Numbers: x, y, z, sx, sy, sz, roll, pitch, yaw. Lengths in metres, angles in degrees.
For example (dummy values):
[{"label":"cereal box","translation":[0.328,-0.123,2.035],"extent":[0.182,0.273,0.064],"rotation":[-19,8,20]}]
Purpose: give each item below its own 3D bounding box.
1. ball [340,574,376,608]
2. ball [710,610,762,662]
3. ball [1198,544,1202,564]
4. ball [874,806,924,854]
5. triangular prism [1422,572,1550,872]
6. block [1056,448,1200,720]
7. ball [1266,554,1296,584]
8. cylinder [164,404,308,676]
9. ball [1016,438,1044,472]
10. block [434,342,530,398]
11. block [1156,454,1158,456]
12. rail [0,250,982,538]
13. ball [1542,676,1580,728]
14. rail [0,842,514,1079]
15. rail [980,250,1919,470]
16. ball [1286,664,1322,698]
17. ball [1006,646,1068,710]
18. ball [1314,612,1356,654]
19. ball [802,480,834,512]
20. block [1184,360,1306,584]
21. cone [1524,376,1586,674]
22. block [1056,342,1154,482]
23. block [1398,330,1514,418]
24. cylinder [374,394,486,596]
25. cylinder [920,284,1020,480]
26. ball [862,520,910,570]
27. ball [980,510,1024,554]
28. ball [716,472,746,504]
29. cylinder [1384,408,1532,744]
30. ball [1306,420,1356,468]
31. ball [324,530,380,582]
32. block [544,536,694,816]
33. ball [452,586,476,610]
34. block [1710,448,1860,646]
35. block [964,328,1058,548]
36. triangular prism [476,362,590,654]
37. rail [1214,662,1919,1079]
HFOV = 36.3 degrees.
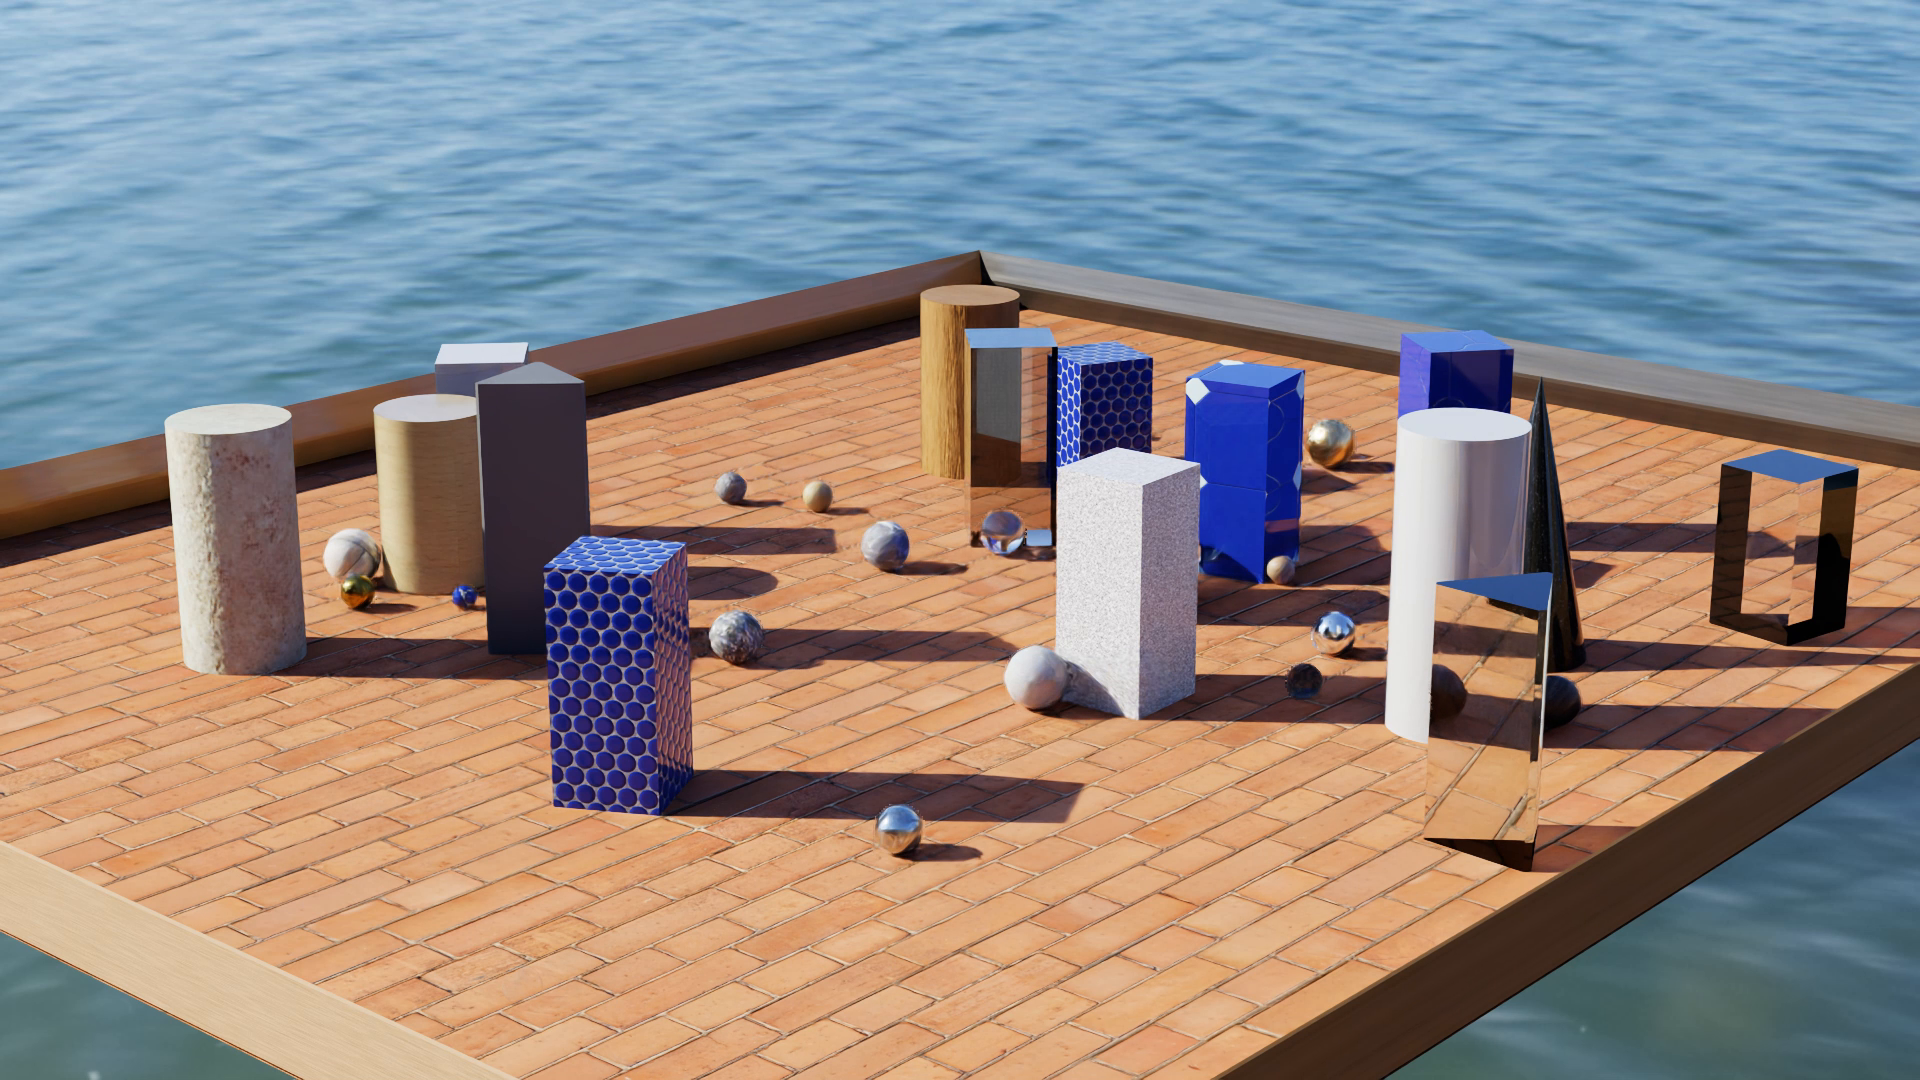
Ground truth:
[{"label":"ball","translation":[-1.039,0.088,5.057],"extent":[0.060,0.060,0.060],"rotation":[0,17,0]},{"label":"ball","translation":[-0.366,0.157,4.783],"extent":[0.086,0.086,0.086],"rotation":[0,17,0]},{"label":"ball","translation":[0.382,0.025,5.209],"extent":[0.094,0.094,0.094],"rotation":[0,17,0]},{"label":"ball","translation":[-0.084,0.397,4.020],"extent":[0.066,0.066,0.066],"rotation":[0,17,0]},{"label":"triangular prism","translation":[0.757,0.238,4.018],"extent":[0.172,0.372,0.149],"rotation":[16,23,42]},{"label":"block","translation":[0.261,0.066,4.581],"extent":[0.159,0.377,0.159],"rotation":[13,21,36]},{"label":"ball","translation":[0.569,0.052,5.192],"extent":[0.051,0.051,0.051],"rotation":[0,17,0]},{"label":"cylinder","translation":[-1.175,-0.003,4.766],"extent":[0.198,0.402,0.198],"rotation":[0,17,0]},{"label":"ball","translation":[0.149,-0.172,5.904],"extent":[0.069,0.069,0.069],"rotation":[0,17,0]},{"label":"block","translation":[-0.875,-0.173,5.418],"extent":[0.159,0.353,0.159],"rotation":[-1,17,-5]},{"label":"block","translation":[0.298,-0.003,5.044],"extent":[0.159,0.242,0.159],"rotation":[-6,18,-20]},{"label":"rail","translation":[-1.167,-0.260,6.090],"extent":[0.045,0.129,3.766],"rotation":[14,22,39]},{"label":"ball","translation":[0.911,0.247,4.496],"extent":[0.079,0.079,0.079],"rotation":[0,17,0]},{"label":"rail","translation":[-1.219,0.437,3.776],"extent":[3.139,0.129,0.045],"rotation":[14,22,39]},{"label":"rail","translation":[1.219,-0.373,6.464],"extent":[3.139,0.129,0.045],"rotation":[14,22,39]},{"label":"ball","translation":[0.543,0.222,4.620],"extent":[0.056,0.056,0.056],"rotation":[0,17,0]},{"label":"ball","translation":[0.120,0.214,4.570],"extent":[0.099,0.099,0.099],"rotation":[0,17,0]},{"label":"ball","translation":[0.617,0.153,4.822],"extent":[0.071,0.071,0.071],"rotation":[0,17,0]},{"label":"ball","translation":[-0.273,-0.085,5.633],"extent":[0.059,0.059,0.059],"rotation":[0,17,0]},{"label":"block","translation":[0.507,-0.124,5.249],"extent":[0.159,0.356,0.159],"rotation":[9,19,28]},{"label":"cone","translation":[0.931,-0.039,4.763],"extent":[0.198,0.473,0.198],"rotation":[0,17,0]},{"label":"block","translation":[0.273,-0.244,5.812],"extent":[0.159,0.260,0.159],"rotation":[-8,18,-24]},{"label":"block","translation":[0.912,-0.188,5.435],"extent":[0.159,0.370,0.159],"rotation":[-3,17,-11]},{"label":"cylinder","translation":[-0.926,-0.081,5.177],"extent":[0.198,0.314,0.198],"rotation":[0,17,0]},{"label":"cylinder","translation":[0.020,-0.319,5.897],"extent":[0.198,0.355,0.198],"rotation":[0,17,0]},{"label":"ball","translation":[-0.134,0.009,5.271],"extent":[0.088,0.088,0.088],"rotation":[0,17,0]},{"label":"ball","translation":[0.077,-0.014,5.358],"extent":[0.081,0.081,0.081],"rotation":[0,17,0]},{"label":"ball","translation":[-0.444,-0.102,5.687],"extent":[0.060,0.060,0.060],"rotation":[0,17,0]},{"label":"cylinder","translation":[0.753,0.055,4.445],"extent":[0.198,0.476,0.198],"rotation":[0,17,0]},{"label":"ball","translation":[0.750,-0.195,5.931],"extent":[0.098,0.098,0.098],"rotation":[0,17,0]},{"label":"ball","translation":[-1.074,0.030,5.183],"extent":[0.099,0.099,0.099],"rotation":[0,17,0]},{"label":"block","translation":[-0.486,0.192,4.194],"extent":[0.159,0.358,0.159],"rotation":[4,17,12]},{"label":"ball","translation":[-0.855,0.098,5.055],"extent":[0.042,0.042,0.042],"rotation":[0,17,0]},{"label":"block","translation":[1.385,0.011,4.932],"extent":[0.159,0.280,0.159],"rotation":[-13,21,-36]},{"label":"block","translation":[0.093,-0.191,5.437],"extent":[0.159,0.376,0.159],"rotation":[-1,17,-4]},{"label":"triangular prism","translation":[-0.693,-0.054,4.838],"extent":[0.172,0.458,0.149],"rotation":[-1,17,-2]},{"label":"rail","translation":[1.167,0.325,4.149],"extent":[0.045,0.129,3.766],"rotation":[14,22,39]}]
